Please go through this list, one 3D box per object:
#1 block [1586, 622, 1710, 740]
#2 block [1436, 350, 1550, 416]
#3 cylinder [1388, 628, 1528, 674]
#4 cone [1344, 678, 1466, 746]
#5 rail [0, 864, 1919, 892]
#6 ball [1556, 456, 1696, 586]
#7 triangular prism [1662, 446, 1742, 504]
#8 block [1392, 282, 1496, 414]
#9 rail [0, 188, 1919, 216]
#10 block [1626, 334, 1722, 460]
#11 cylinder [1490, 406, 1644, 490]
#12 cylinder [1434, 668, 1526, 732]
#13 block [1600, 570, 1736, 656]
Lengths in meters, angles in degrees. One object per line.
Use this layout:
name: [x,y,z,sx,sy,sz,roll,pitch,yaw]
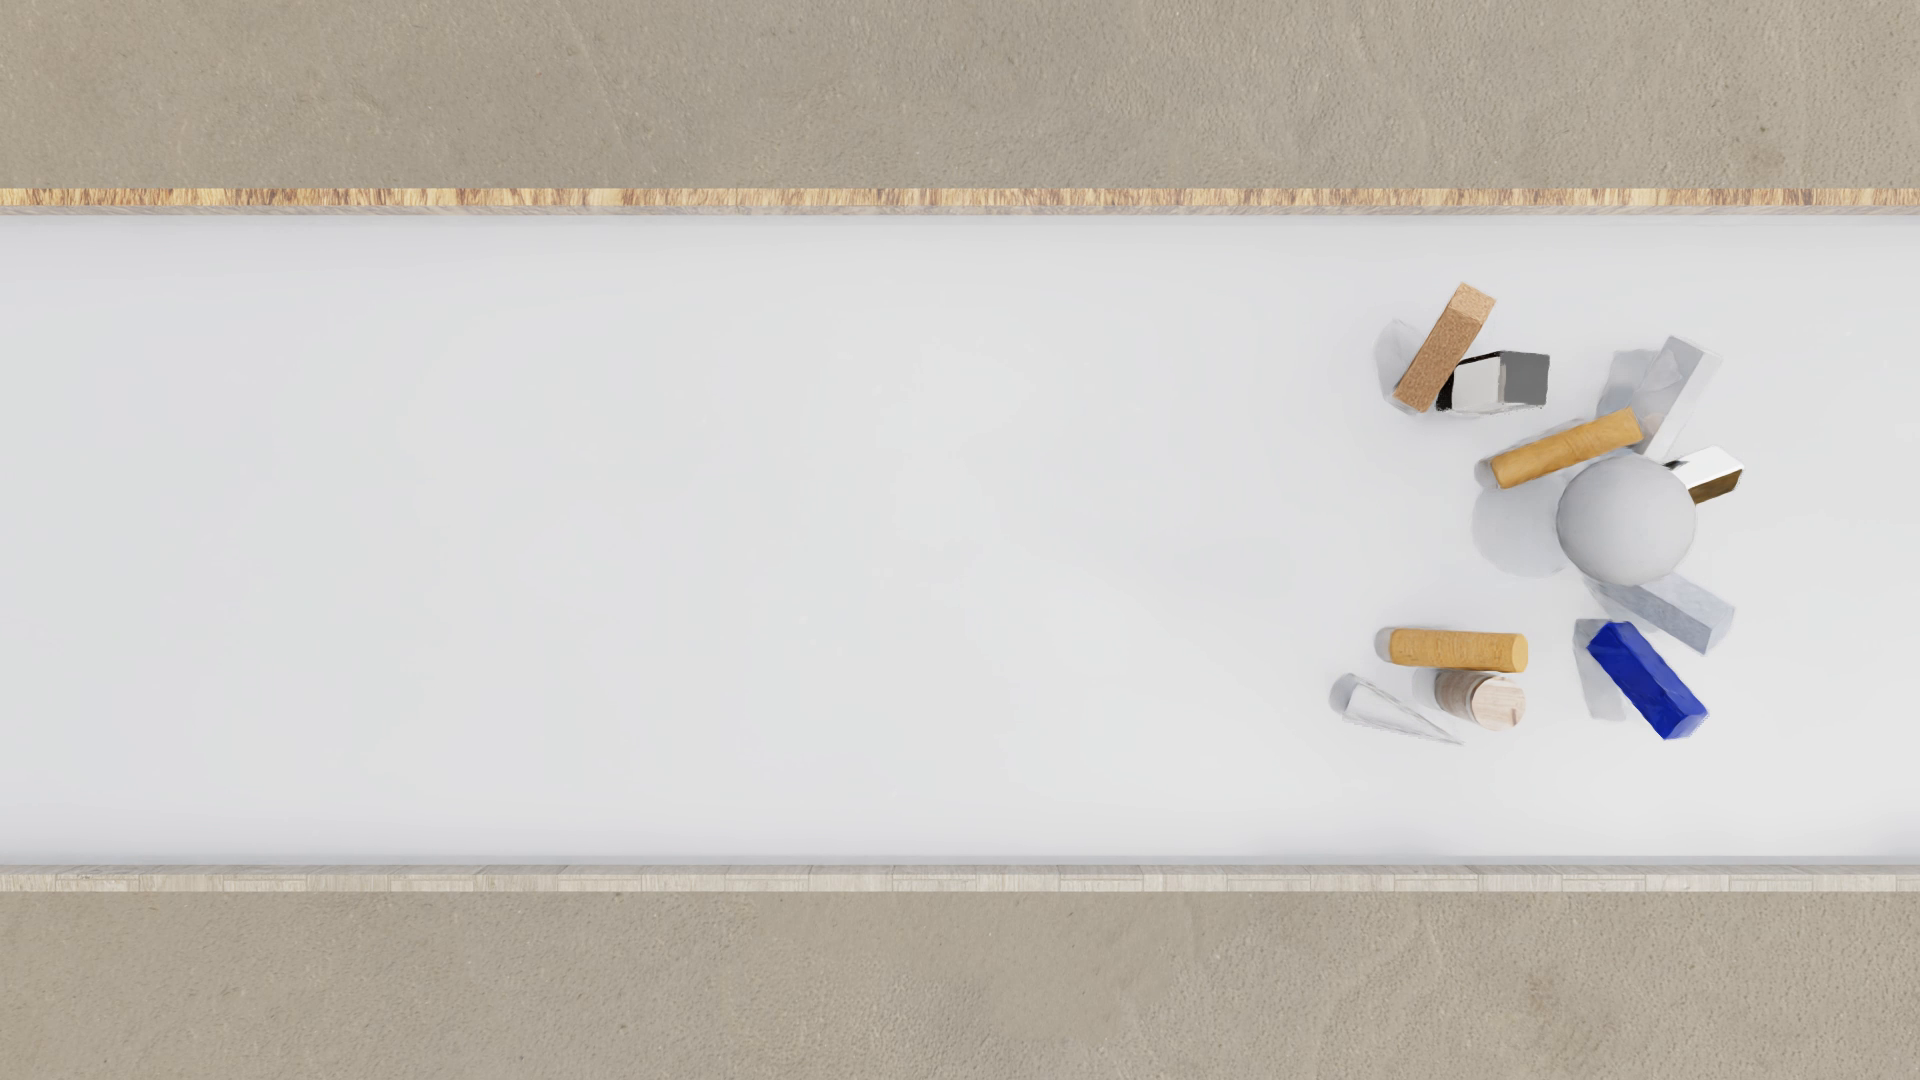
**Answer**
block: [2.040,0.415,4.903,0.108,0.108,0.365,-2,45,-31]
block: [1.561,-0.457,4.852,0.144,0.436,0.144,5,90,-6]
cylinder: [1.478,0.327,4.903,0.389,0.114,0.114,1,90,42]
cone: [1.349,0.546,4.943,0.355,0.141,0.141,23,90,23]
rail: [-2.247,1.025,5.001,12.000,0.150,0.050,0,90,0]
ball: [1.888,-0.054,4.681,0.370,0.370,0.370,0,90,0]
triangular prism: [2.168,-0.153,5.009,0.386,0.129,0.149,-21,90,0]
block: [1.421,-0.559,4.855,0.110,0.436,0.110,30,59,9]
rail: [-2.247,-1.025,5.002,12.000,0.150,0.050,0,90,0]
block: [2.111,-0.425,4.935,0.122,0.122,0.345,43,118,41]
cylinder: [1.815,-0.273,4.939,0.424,0.106,0.106,-22,90,24]
cylinder: [1.546,0.468,4.915,0.158,0.313,0.158,0,92,-4]
block: [2.101,0.178,4.905,0.117,0.117,0.358,-33,49,-22]
